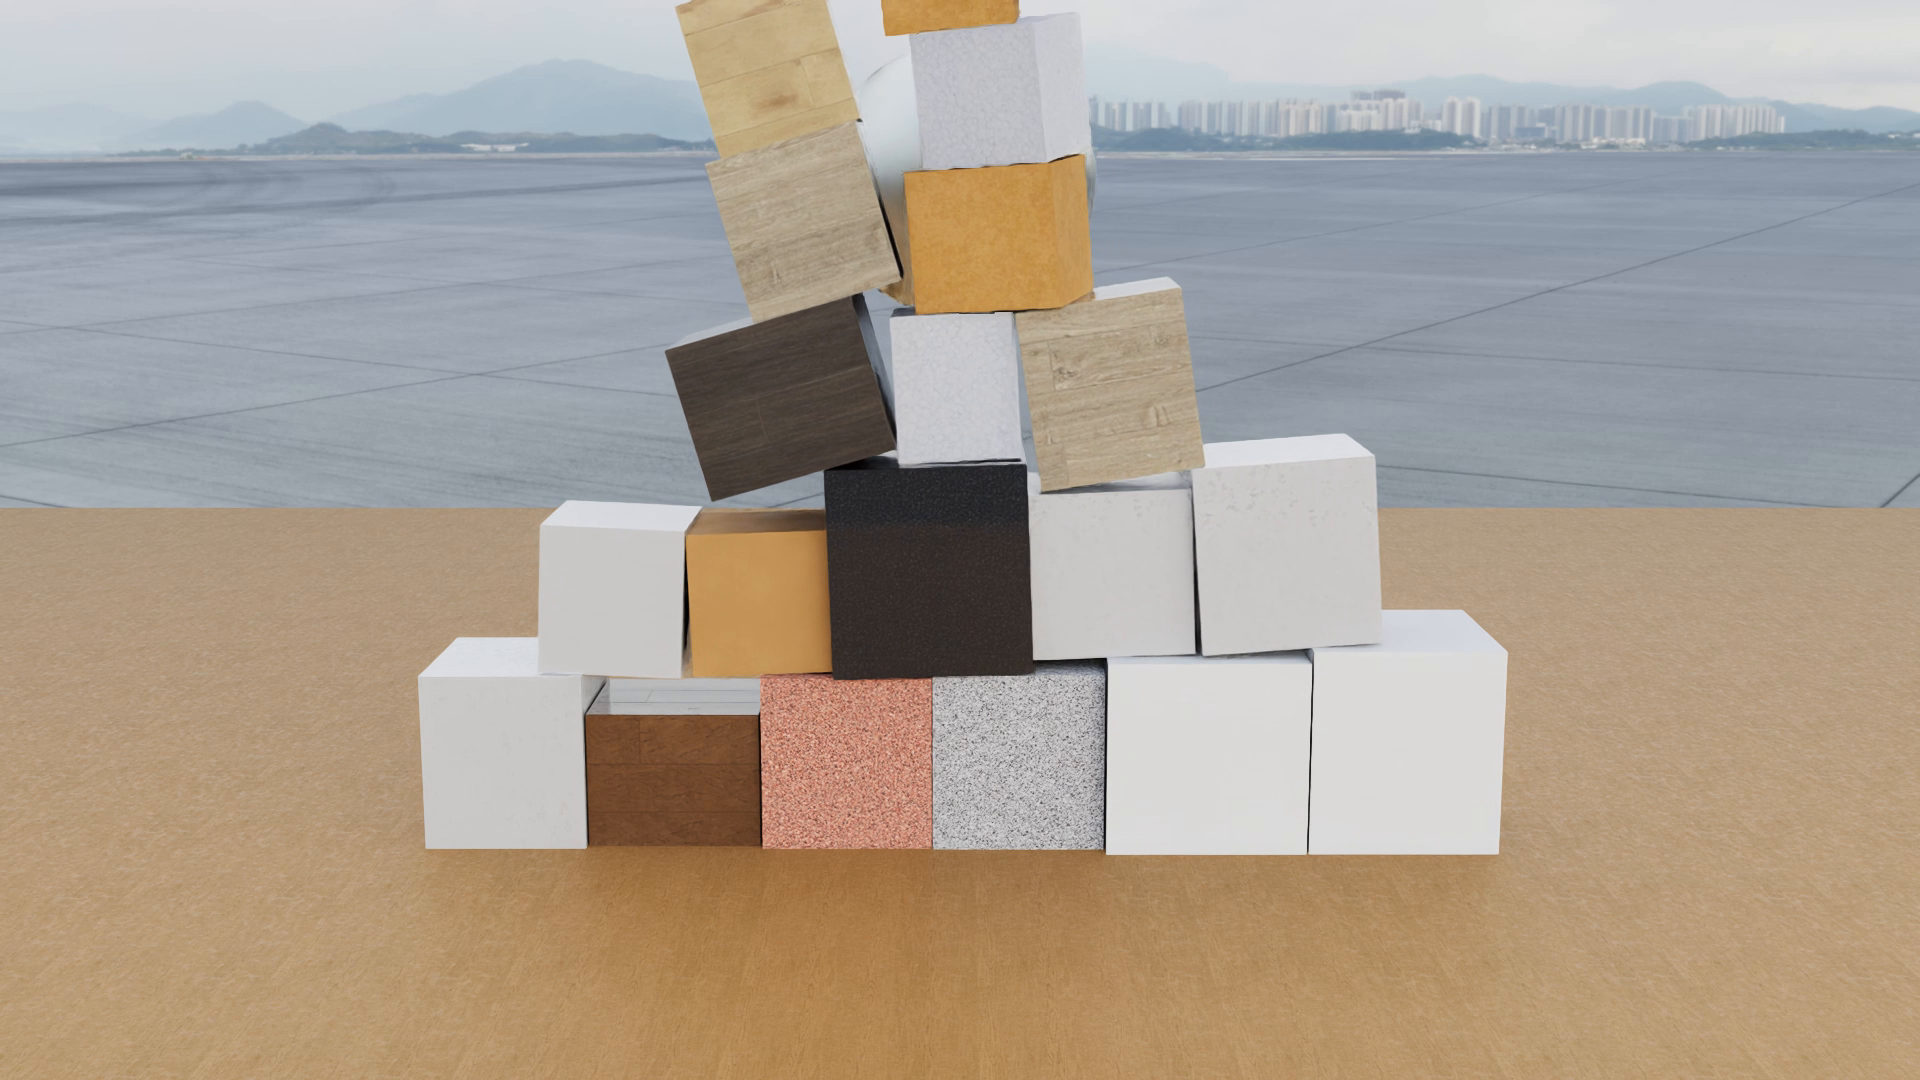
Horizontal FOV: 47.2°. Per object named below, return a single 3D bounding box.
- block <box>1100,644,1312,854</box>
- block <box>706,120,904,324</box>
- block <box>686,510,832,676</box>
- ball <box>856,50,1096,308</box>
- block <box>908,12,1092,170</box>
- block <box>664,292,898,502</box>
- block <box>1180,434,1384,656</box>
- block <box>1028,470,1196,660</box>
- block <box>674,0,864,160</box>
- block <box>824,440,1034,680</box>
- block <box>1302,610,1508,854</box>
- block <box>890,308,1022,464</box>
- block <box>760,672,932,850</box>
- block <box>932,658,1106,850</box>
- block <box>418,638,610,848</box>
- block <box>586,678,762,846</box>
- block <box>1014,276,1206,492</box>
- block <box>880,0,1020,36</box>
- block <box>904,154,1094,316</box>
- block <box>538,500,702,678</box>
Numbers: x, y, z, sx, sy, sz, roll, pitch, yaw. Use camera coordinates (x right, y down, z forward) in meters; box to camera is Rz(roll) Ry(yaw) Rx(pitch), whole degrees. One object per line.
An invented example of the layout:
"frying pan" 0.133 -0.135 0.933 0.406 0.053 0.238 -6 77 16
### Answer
"block" 1.227 0.999 11.354 0.998 0.972 0.998 0 10 0
"block" -0.751 -1.583 10.885 0.742 0.791 0.769 -16 10 2
"block" -0.991 0.259 11.215 0.702 0.717 0.649 -2 10 0
"ball" 0.000 -2.109 12.905 1.600 1.600 1.600 0 10 0
"block" 0.207 -2.186 10.702 0.633 0.647 0.658 0 17 23
"block" -0.860 -0.753 11.034 0.933 0.767 0.902 -16 10 3
"block" 1.607 0.007 11.189 0.892 0.933 0.836 -4 10 1
"block" 0.749 0.109 11.210 0.805 0.830 0.735 -2 10 0
"block" -0.918 -2.326 10.778 0.697 0.745 0.616 -16 10 2
"block" -0.151 0.085 11.165 0.987 1.044 0.856 -2 10 0
"block" 2.210 0.969 11.347 0.946 1.033 0.988 0 10 0
"block" -0.015 -0.794 11.007 0.605 0.720 0.600 -3 10 1
"block" -0.567 1.045 11.360 0.849 0.880 0.817 0 10 0
"block" 0.291 1.038 11.351 0.855 0.897 0.821 0 10 0
"block" -2.279 1.035 11.387 0.806 0.889 0.870 0 10 0
"block" -1.436 1.140 11.388 0.861 0.683 0.753 0 10 0
"block" 0.736 -0.796 11.044 0.808 0.883 0.774 -9 10 2
"block" -0.057 -2.766 10.613 0.625 0.547 0.584 -5 18 5
"block" 0.206 -1.520 10.886 0.726 0.685 0.740 -1 13 16
"block" -1.725 0.240 11.234 0.710 0.744 0.766 3 10 -1
